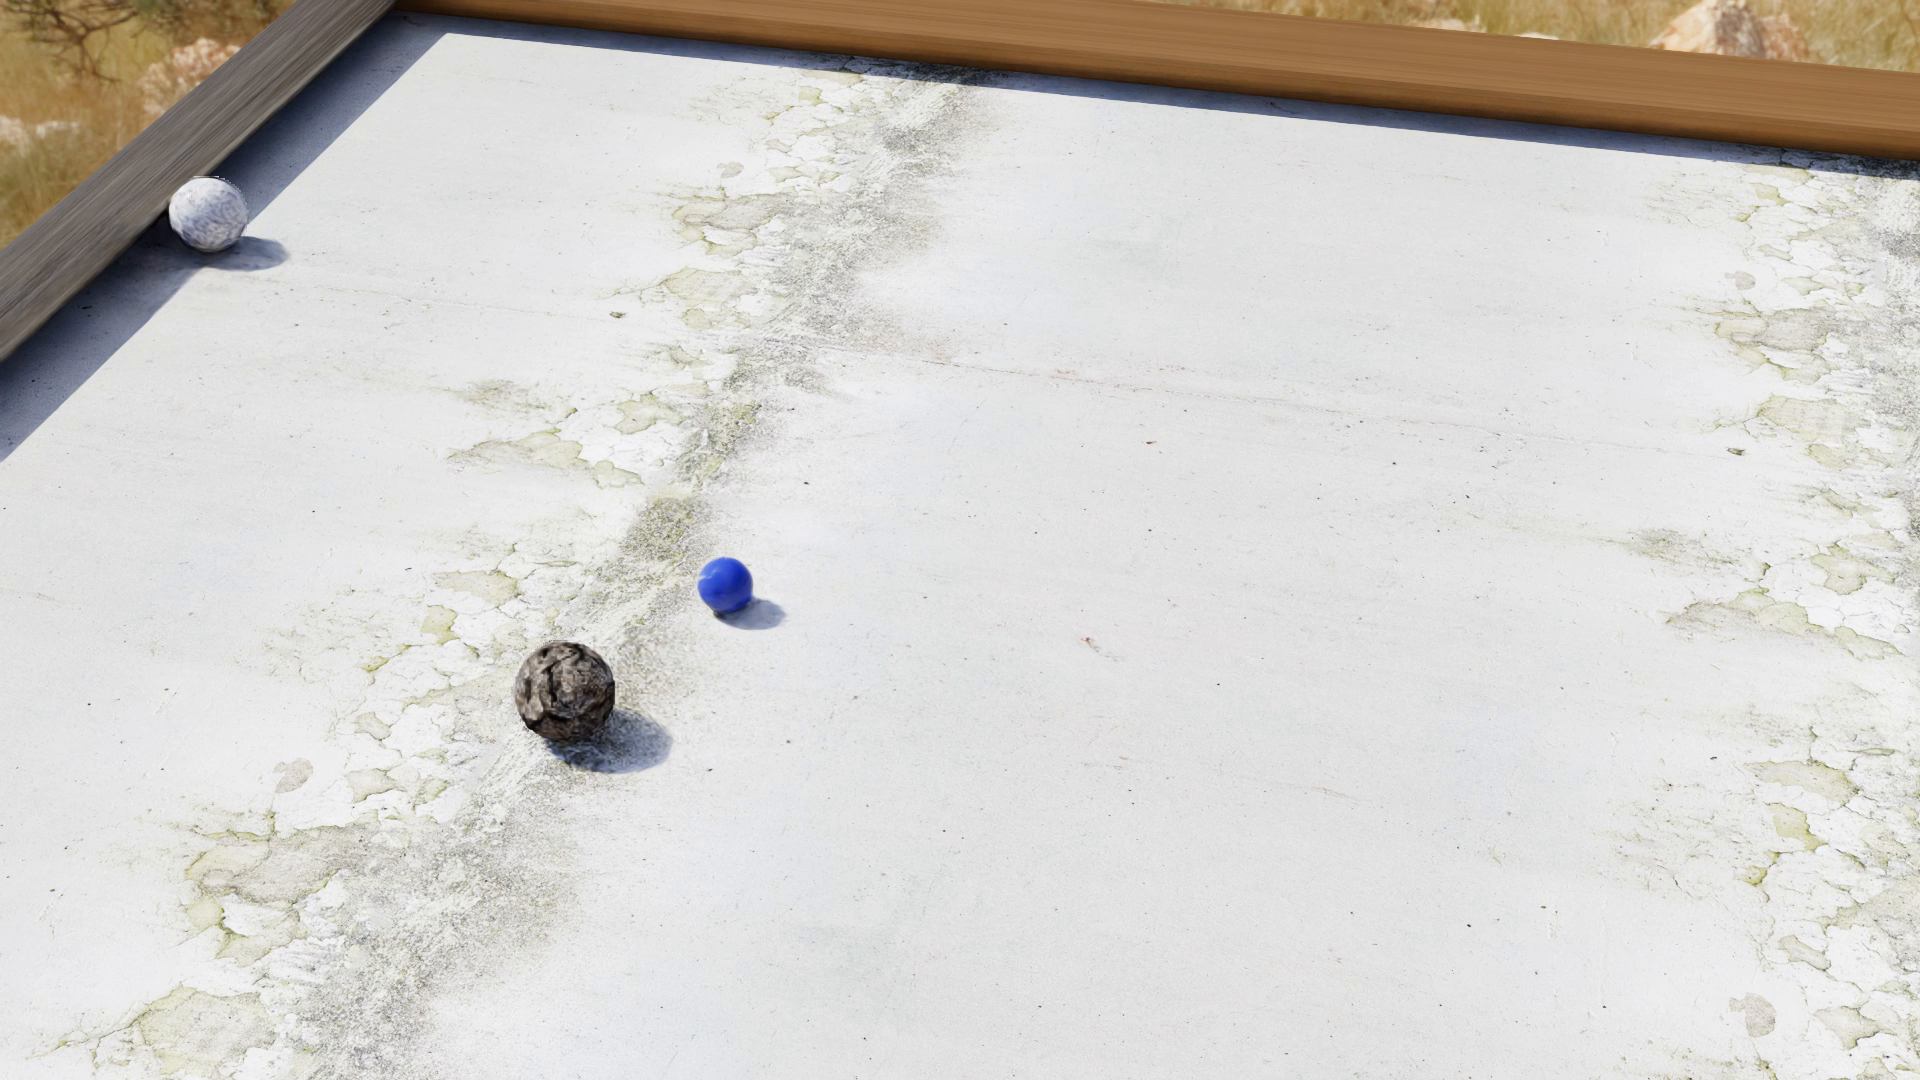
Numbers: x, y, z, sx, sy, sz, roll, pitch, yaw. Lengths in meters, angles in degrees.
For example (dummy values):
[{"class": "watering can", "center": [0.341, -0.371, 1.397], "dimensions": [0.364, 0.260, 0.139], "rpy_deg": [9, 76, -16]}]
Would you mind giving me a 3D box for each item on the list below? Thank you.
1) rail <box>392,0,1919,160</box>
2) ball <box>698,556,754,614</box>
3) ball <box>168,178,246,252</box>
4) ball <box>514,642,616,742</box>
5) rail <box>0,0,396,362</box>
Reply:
[{"class": "rail", "center": [1.103, -0.399, 2.563], "dimensions": [3.638, 0.094, 0.045], "rpy_deg": [8, 35, 11]}, {"class": "ball", "center": [-0.180, 0.034, 1.967], "dimensions": [0.044, 0.044, 0.044], "rpy_deg": [0, 34, 0]}, {"class": "ball", "center": [-0.719, -0.310, 2.453], "dimensions": [0.071, 0.071, 0.071], "rpy_deg": [0, 34, 0]}, {"class": "ball", "center": [-0.282, 0.108, 1.832], "dimensions": [0.072, 0.072, 0.072], "rpy_deg": [0, 34, 0]}, {"class": "rail", "center": [-0.861, -0.133, 2.168], "dimensions": [0.045, 0.094, 1.903], "rpy_deg": [8, 35, 11]}]
